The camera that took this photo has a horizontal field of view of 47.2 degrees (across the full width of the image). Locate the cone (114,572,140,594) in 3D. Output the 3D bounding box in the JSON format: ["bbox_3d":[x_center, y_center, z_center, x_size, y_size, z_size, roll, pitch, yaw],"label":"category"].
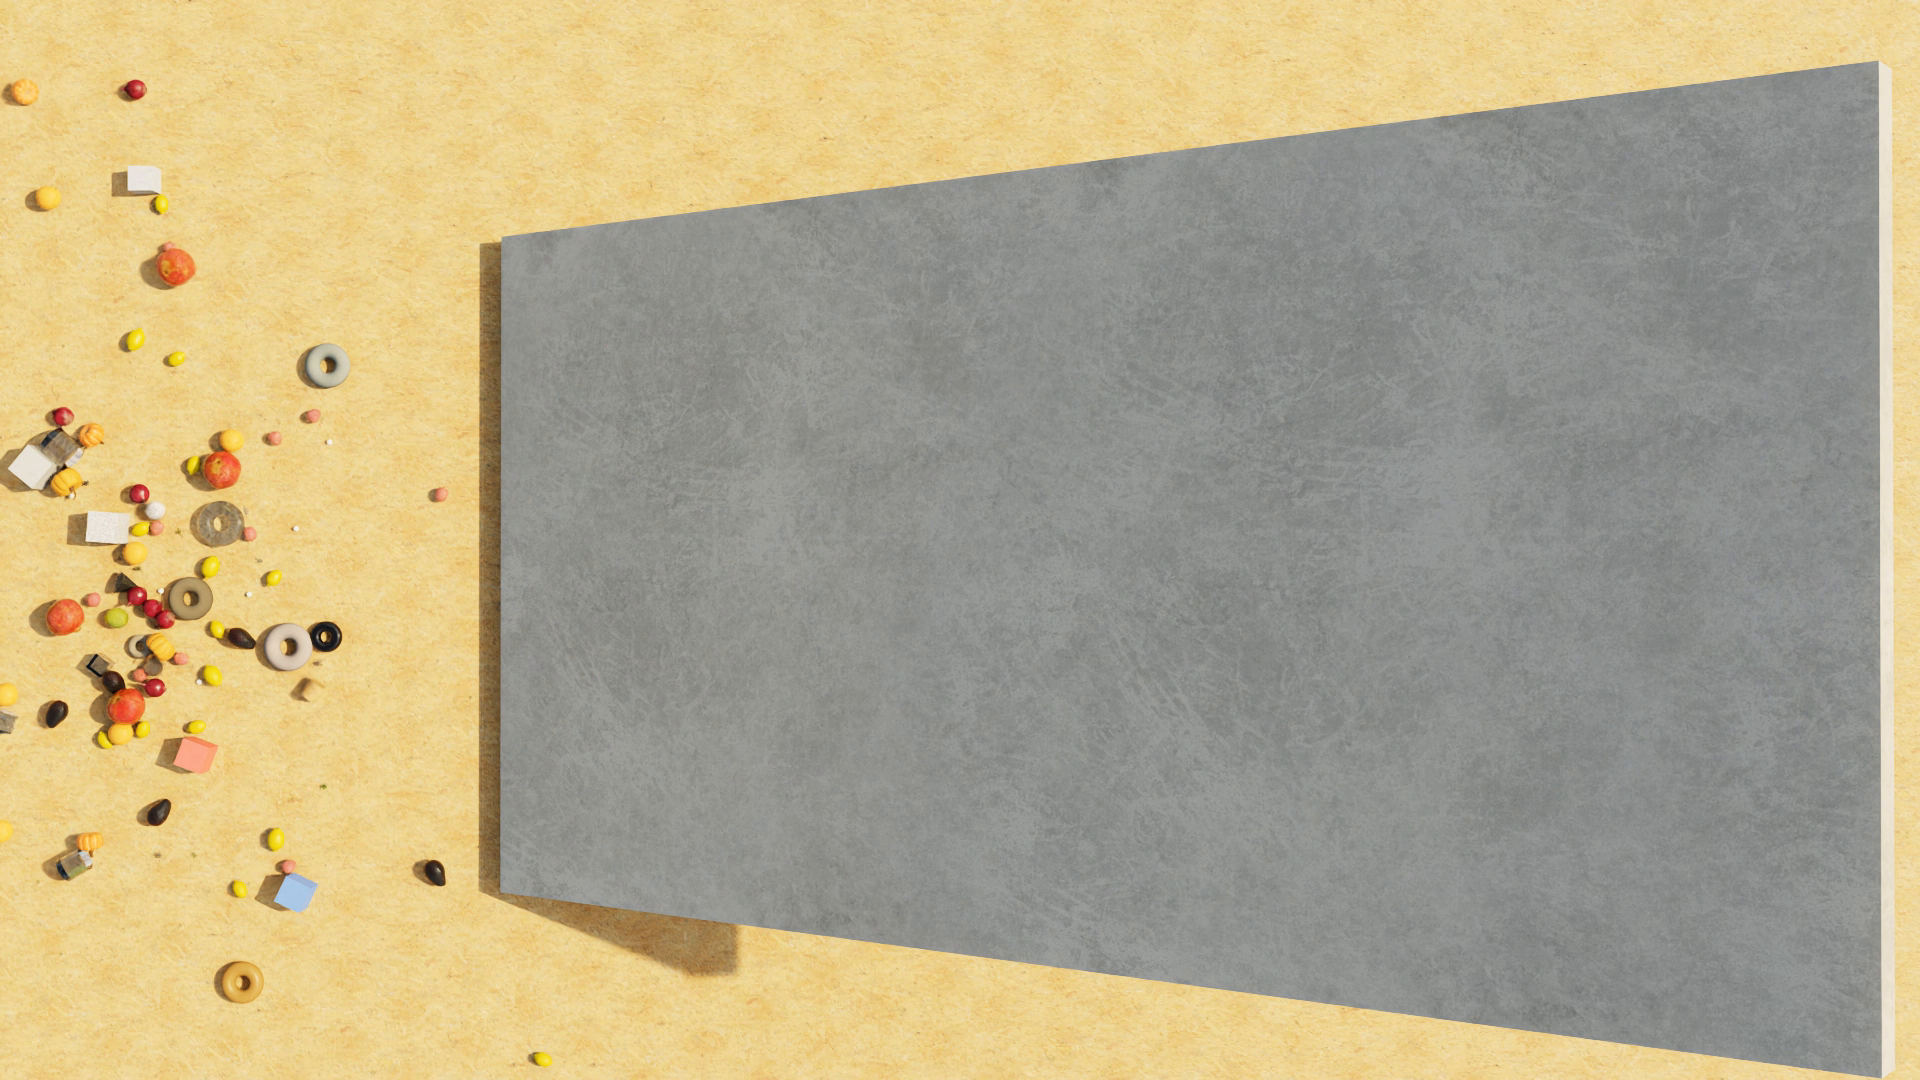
[{"bbox_3d":[-2.557,0.139,6.771,0.071,0.071,0.071,15,90,-29],"label":"cone"}]

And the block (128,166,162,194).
[{"bbox_3d":[-2.506,-1.106,6.759,0.075,0.075,0.075,0,90,0],"label":"block"}]

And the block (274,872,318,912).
[{"bbox_3d":[-2.033,1.080,6.738,0.084,0.084,0.084,26,90,0],"label":"block"}]

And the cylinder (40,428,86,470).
[{"bbox_3d":[-2.753,-0.280,6.744,0.093,0.093,0.093,40,90,0],"label":"cylinder"}]

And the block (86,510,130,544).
[{"bbox_3d":[-2.612,-0.039,6.742,0.093,0.093,0.093,4,90,0],"label":"block"}]

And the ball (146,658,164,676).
[{"bbox_3d":[-2.477,0.392,6.759,0.053,0.053,0.053,0,90,0],"label":"ball"}]

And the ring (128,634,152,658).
[{"bbox_3d":[-2.525,0.328,6.773,0.075,0.025,0.075,0,88,-1],"label":"ring"}]

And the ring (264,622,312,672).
[{"bbox_3d":[-2.066,0.329,6.761,0.150,0.050,0.150,0,88,1],"label":"ring"}]

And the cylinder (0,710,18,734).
[{"bbox_3d":[-2.933,0.558,6.754,0.060,0.060,0.060,21,90,0],"label":"cylinder"}]

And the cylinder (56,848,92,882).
[{"bbox_3d":[-2.715,0.995,6.743,0.076,0.076,0.076,-29,90,0],"label":"cylinder"}]

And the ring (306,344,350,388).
[{"bbox_3d":[-1.947,-0.537,6.769,0.139,0.046,0.139,0,89,-1],"label":"ring"}]

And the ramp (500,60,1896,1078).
[{"bbox_3d":[0.233,0.065,5.553,4.000,0.100,2.000,0,89,37],"label":"ramp"}]

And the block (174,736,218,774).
[{"bbox_3d":[-2.341,0.659,6.741,0.085,0.085,0.085,21,90,0],"label":"block"}]

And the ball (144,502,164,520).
[{"bbox_3d":[-2.475,-0.090,6.760,0.057,0.057,0.057,0,90,0],"label":"ball"}]

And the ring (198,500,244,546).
[{"bbox_3d":[-2.272,-0.051,6.765,0.143,0.048,0.143,0,90,-1],"label":"ring"}]

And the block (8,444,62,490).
[{"bbox_3d":[-2.832,-0.223,6.742,0.095,0.095,0.095,40,90,0],"label":"block"}]

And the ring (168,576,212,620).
[{"bbox_3d":[-2.366,0.180,6.765,0.135,0.045,0.135,0,90,-1],"label":"ring"}]

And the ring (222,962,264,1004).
[{"bbox_3d":[-2.204,1.360,6.757,0.130,0.043,0.130,0,89,-1],"label":"ring"}]

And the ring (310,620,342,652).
[{"bbox_3d":[-1.951,0.298,6.770,0.098,0.033,0.098,0,90,-3],"label":"ring"}]

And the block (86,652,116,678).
[{"bbox_3d":[-2.640,0.384,6.759,0.052,0.052,0.052,37,90,0],"label":"block"}]
